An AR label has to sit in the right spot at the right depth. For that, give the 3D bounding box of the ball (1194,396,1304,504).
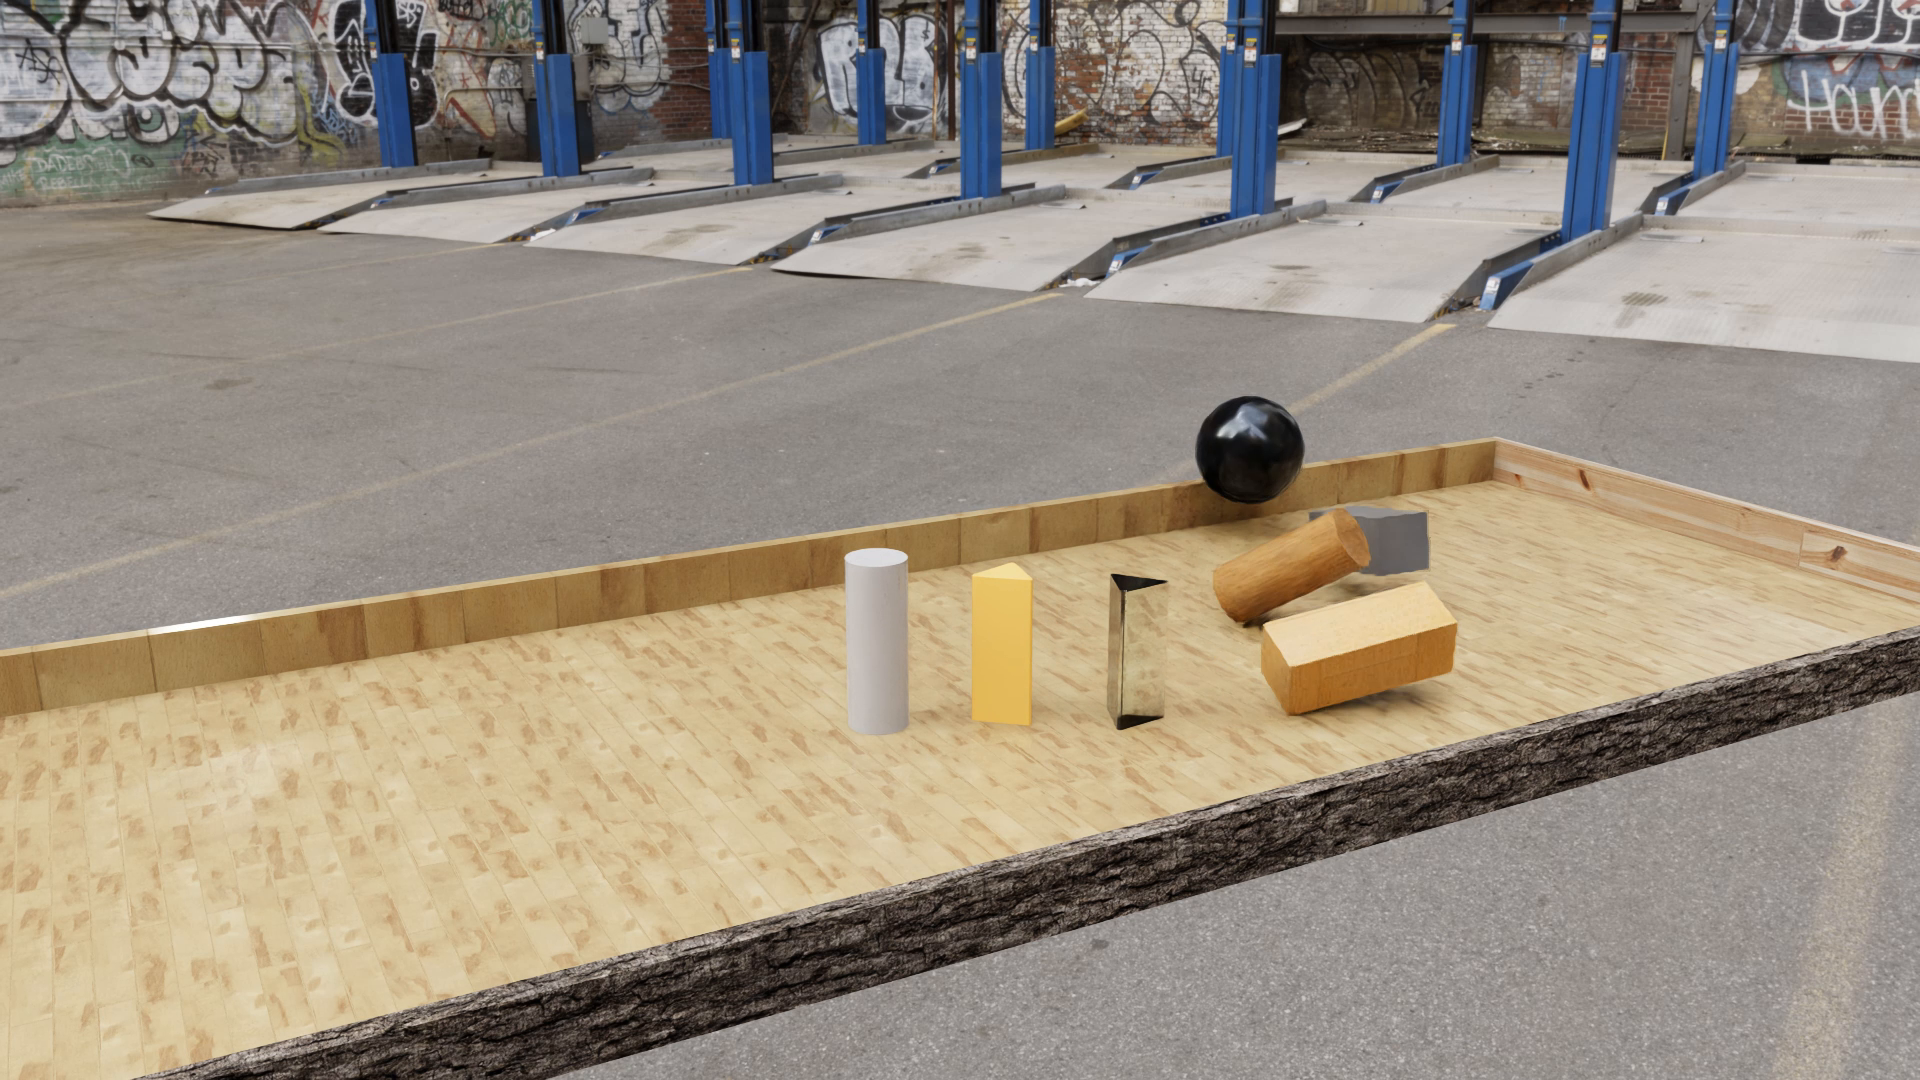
[{"bbox_3d":[0.942,-0.292,5.368,0.353,0.353,0.353,0,16,0],"label":"ball"}]

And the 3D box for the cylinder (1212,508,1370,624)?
[{"bbox_3d":[0.895,0.072,4.472,0.392,0.172,0.172,-29,-1,33],"label":"cylinder"}]

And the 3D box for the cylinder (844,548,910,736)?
[{"bbox_3d":[-0.192,0.235,3.830,0.145,0.408,0.145,0,16,0],"label":"cylinder"}]

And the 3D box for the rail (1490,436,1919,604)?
[{"bbox_3d":[2.466,-0.048,5.253,0.050,0.150,2.100,-9,18,-27],"label":"rail"}]

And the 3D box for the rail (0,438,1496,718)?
[{"bbox_3d":[-3.305,0.497,3.399,12.000,0.150,0.050,-9,18,-27],"label":"rail"}]

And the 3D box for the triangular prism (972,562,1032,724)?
[{"bbox_3d":[0.111,0.242,3.897,0.141,0.358,0.122,4,17,13],"label":"triangular prism"}]

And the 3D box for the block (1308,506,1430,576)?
[{"bbox_3d":[1.166,-0.001,4.723,0.160,0.160,0.356,-7,6,-19],"label":"block"}]

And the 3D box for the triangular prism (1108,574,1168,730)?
[{"bbox_3d":[0.392,0.256,3.885,0.141,0.338,0.123,-11,20,-33],"label":"triangular prism"}]

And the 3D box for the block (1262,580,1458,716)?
[{"bbox_3d":[0.956,0.260,3.965,0.422,0.162,0.162,-14,39,-8],"label":"block"}]

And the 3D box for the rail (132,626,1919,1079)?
[{"bbox_3d":[-2.336,1.006,1.665,12.000,0.150,0.050,-9,18,-27],"label":"rail"}]
